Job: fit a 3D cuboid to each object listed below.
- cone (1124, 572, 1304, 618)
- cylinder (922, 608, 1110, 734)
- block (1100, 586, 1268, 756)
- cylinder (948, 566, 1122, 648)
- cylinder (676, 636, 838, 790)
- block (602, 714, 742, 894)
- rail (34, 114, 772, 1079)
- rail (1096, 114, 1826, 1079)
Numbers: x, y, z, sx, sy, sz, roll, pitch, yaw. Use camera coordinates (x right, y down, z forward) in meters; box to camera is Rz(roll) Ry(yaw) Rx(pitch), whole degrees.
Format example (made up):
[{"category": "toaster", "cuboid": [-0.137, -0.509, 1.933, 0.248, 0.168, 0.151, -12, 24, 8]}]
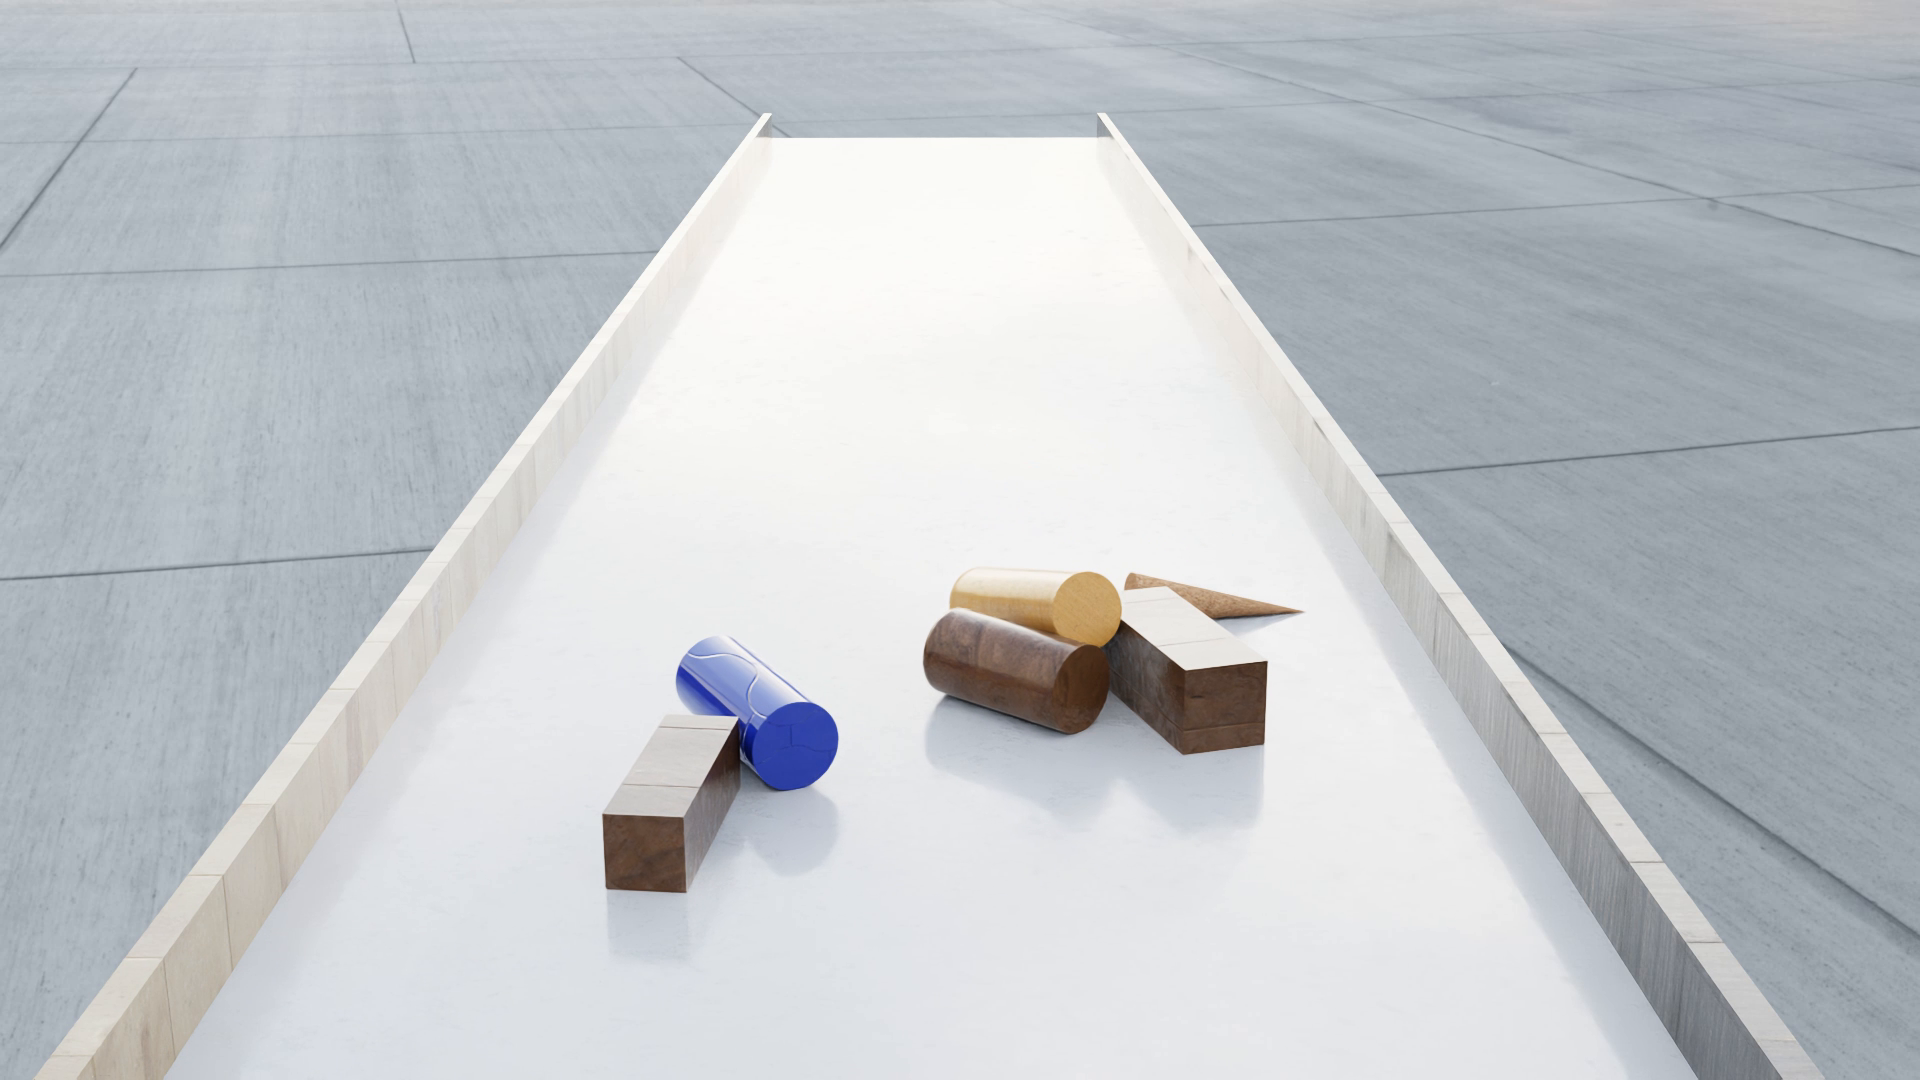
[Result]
[{"category": "cone", "cuboid": [0.551, 0.138, 4.664, 0.398, 0.110, 0.110, 5, 15, -13]}, {"category": "cylinder", "cuboid": [0.104, 0.242, 4.120, 0.319, 0.168, 0.168, 15, 22, 40]}, {"category": "block", "cuboid": [0.403, 0.238, 4.143, 0.162, 0.162, 0.458, -5, 17, -17]}, {"category": "cylinder", "cuboid": [0.142, 0.131, 4.335, 0.149, 0.149, 0.456, -8, 4, -25]}, {"category": "cylinder", "cuboid": [-0.367, 0.303, 3.925, 0.160, 0.160, 0.385, -8, 18, -26]}, {"category": "block", "cuboid": [-0.464, 0.422, 3.584, 0.127, 0.127, 0.425, 2, 17, 6]}, {"category": "rail", "cuboid": [-1.118, -0.838, 7.780, 0.050, 0.150, 12.000, 0, 17, -1]}, {"category": "rail", "cuboid": [0.932, -0.844, 7.801, 0.050, 0.150, 12.000, 0, 17, -1]}]
